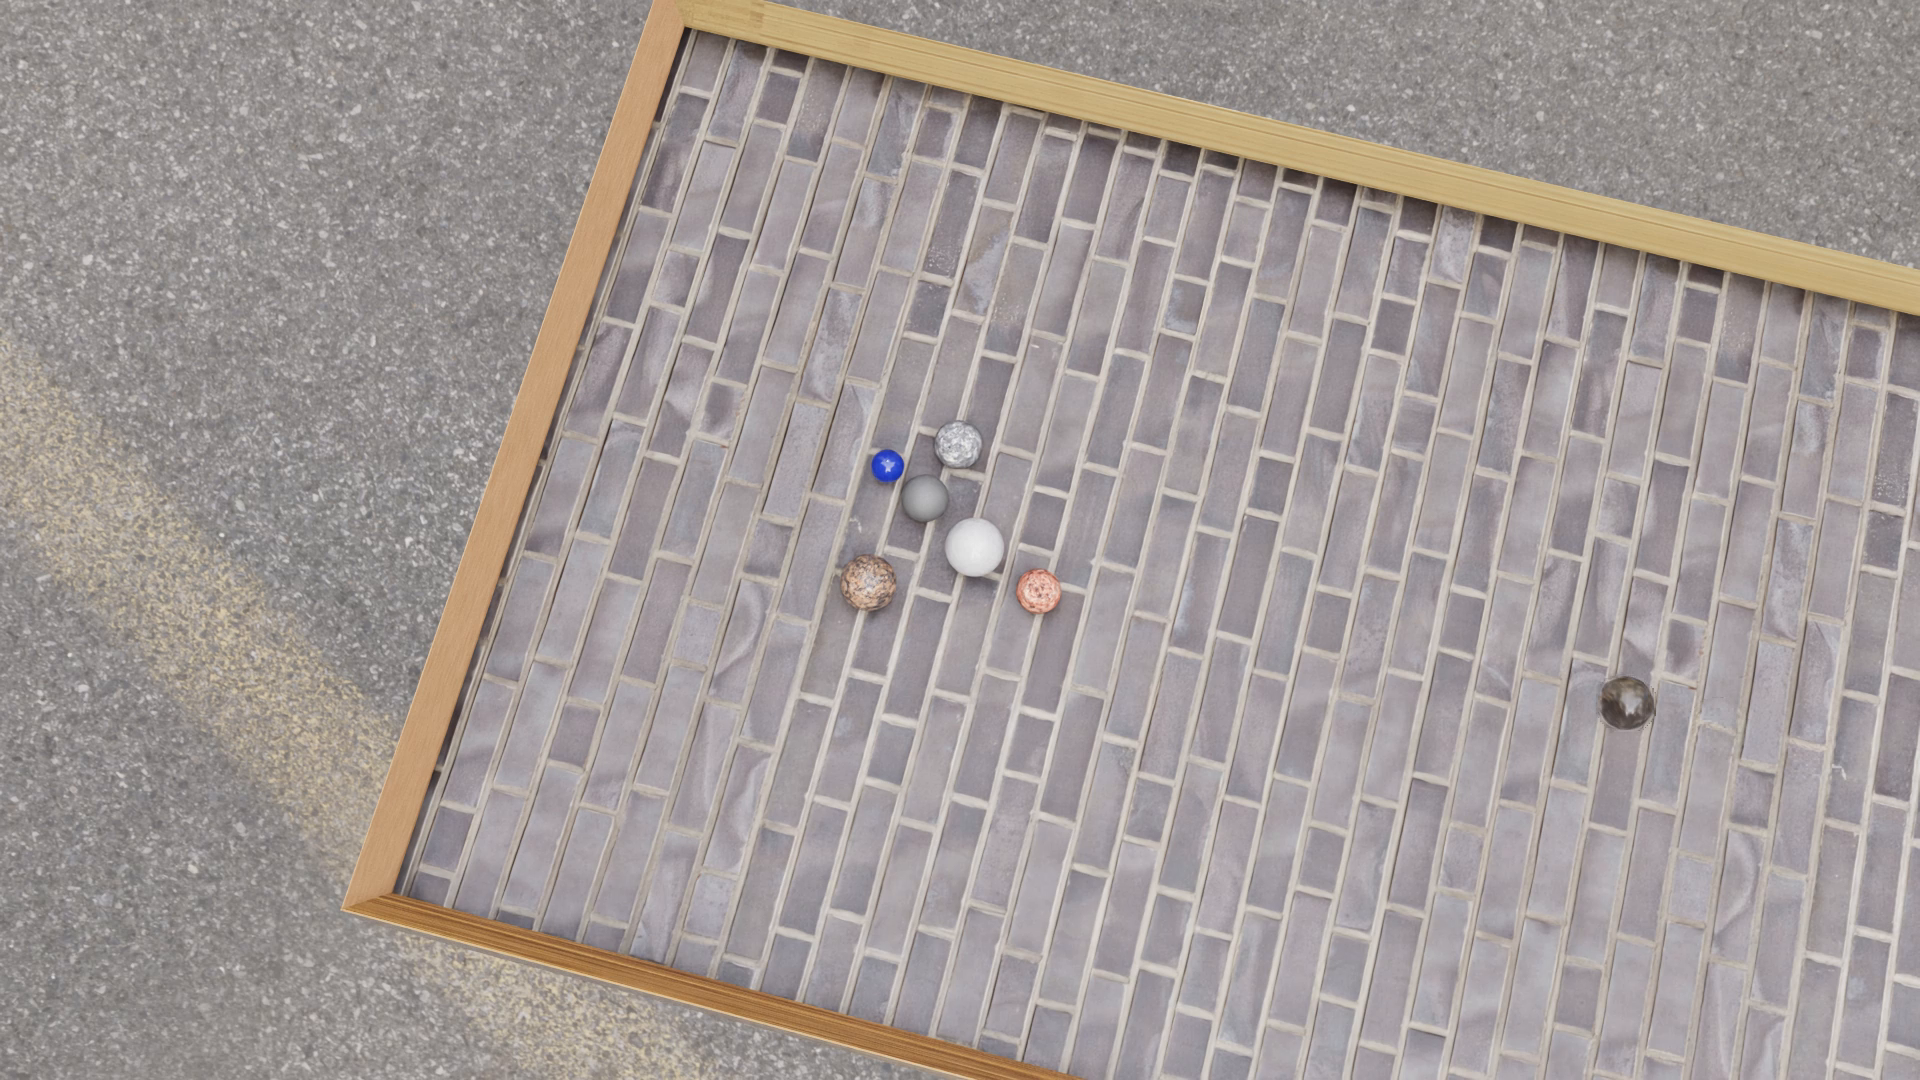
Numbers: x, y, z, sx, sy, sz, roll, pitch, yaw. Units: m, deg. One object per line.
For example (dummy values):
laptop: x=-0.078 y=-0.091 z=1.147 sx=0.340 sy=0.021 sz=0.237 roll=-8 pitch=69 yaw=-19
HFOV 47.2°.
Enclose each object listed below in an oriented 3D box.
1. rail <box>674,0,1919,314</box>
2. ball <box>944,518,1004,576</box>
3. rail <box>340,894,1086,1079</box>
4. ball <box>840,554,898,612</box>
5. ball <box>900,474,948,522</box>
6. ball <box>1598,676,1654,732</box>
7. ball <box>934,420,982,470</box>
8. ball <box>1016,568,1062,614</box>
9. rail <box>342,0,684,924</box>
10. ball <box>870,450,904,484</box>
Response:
rail: x=0.878 y=-0.536 z=3.526 sx=2.833 sy=0.118 sz=0.045 roll=14 pitch=73 yaw=4
ball: x=0.022 y=0.011 z=3.372 sx=0.091 sy=0.091 sz=0.091 roll=0 pitch=73 yaw=0
rail: x=0.492 y=0.866 z=3.091 sx=2.833 sy=0.118 sz=0.045 roll=14 pitch=73 yaw=4
ball: x=-0.139 y=0.065 z=3.357 sx=0.087 sy=0.087 sz=0.087 roll=0 pitch=73 yaw=0
ball: x=-0.054 y=-0.065 z=3.404 sx=0.074 sy=0.074 sz=0.074 roll=0 pitch=73 yaw=0
ball: x=1.000 y=0.246 z=3.303 sx=0.083 sy=0.083 sz=0.083 roll=0 pitch=73 yaw=0
ball: x=-0.003 y=-0.149 z=3.429 sx=0.076 sy=0.076 sz=0.076 roll=0 pitch=73 yaw=0
ball: x=0.120 y=0.078 z=3.362 sx=0.069 sy=0.069 sz=0.069 roll=0 pitch=73 yaw=0
rail: x=-0.662 y=-0.173 z=3.413 sx=0.045 sy=0.118 sz=1.566 roll=14 pitch=73 yaw=4
ball: x=-0.113 y=-0.115 z=3.431 sx=0.053 sy=0.053 sz=0.053 roll=0 pitch=73 yaw=0
